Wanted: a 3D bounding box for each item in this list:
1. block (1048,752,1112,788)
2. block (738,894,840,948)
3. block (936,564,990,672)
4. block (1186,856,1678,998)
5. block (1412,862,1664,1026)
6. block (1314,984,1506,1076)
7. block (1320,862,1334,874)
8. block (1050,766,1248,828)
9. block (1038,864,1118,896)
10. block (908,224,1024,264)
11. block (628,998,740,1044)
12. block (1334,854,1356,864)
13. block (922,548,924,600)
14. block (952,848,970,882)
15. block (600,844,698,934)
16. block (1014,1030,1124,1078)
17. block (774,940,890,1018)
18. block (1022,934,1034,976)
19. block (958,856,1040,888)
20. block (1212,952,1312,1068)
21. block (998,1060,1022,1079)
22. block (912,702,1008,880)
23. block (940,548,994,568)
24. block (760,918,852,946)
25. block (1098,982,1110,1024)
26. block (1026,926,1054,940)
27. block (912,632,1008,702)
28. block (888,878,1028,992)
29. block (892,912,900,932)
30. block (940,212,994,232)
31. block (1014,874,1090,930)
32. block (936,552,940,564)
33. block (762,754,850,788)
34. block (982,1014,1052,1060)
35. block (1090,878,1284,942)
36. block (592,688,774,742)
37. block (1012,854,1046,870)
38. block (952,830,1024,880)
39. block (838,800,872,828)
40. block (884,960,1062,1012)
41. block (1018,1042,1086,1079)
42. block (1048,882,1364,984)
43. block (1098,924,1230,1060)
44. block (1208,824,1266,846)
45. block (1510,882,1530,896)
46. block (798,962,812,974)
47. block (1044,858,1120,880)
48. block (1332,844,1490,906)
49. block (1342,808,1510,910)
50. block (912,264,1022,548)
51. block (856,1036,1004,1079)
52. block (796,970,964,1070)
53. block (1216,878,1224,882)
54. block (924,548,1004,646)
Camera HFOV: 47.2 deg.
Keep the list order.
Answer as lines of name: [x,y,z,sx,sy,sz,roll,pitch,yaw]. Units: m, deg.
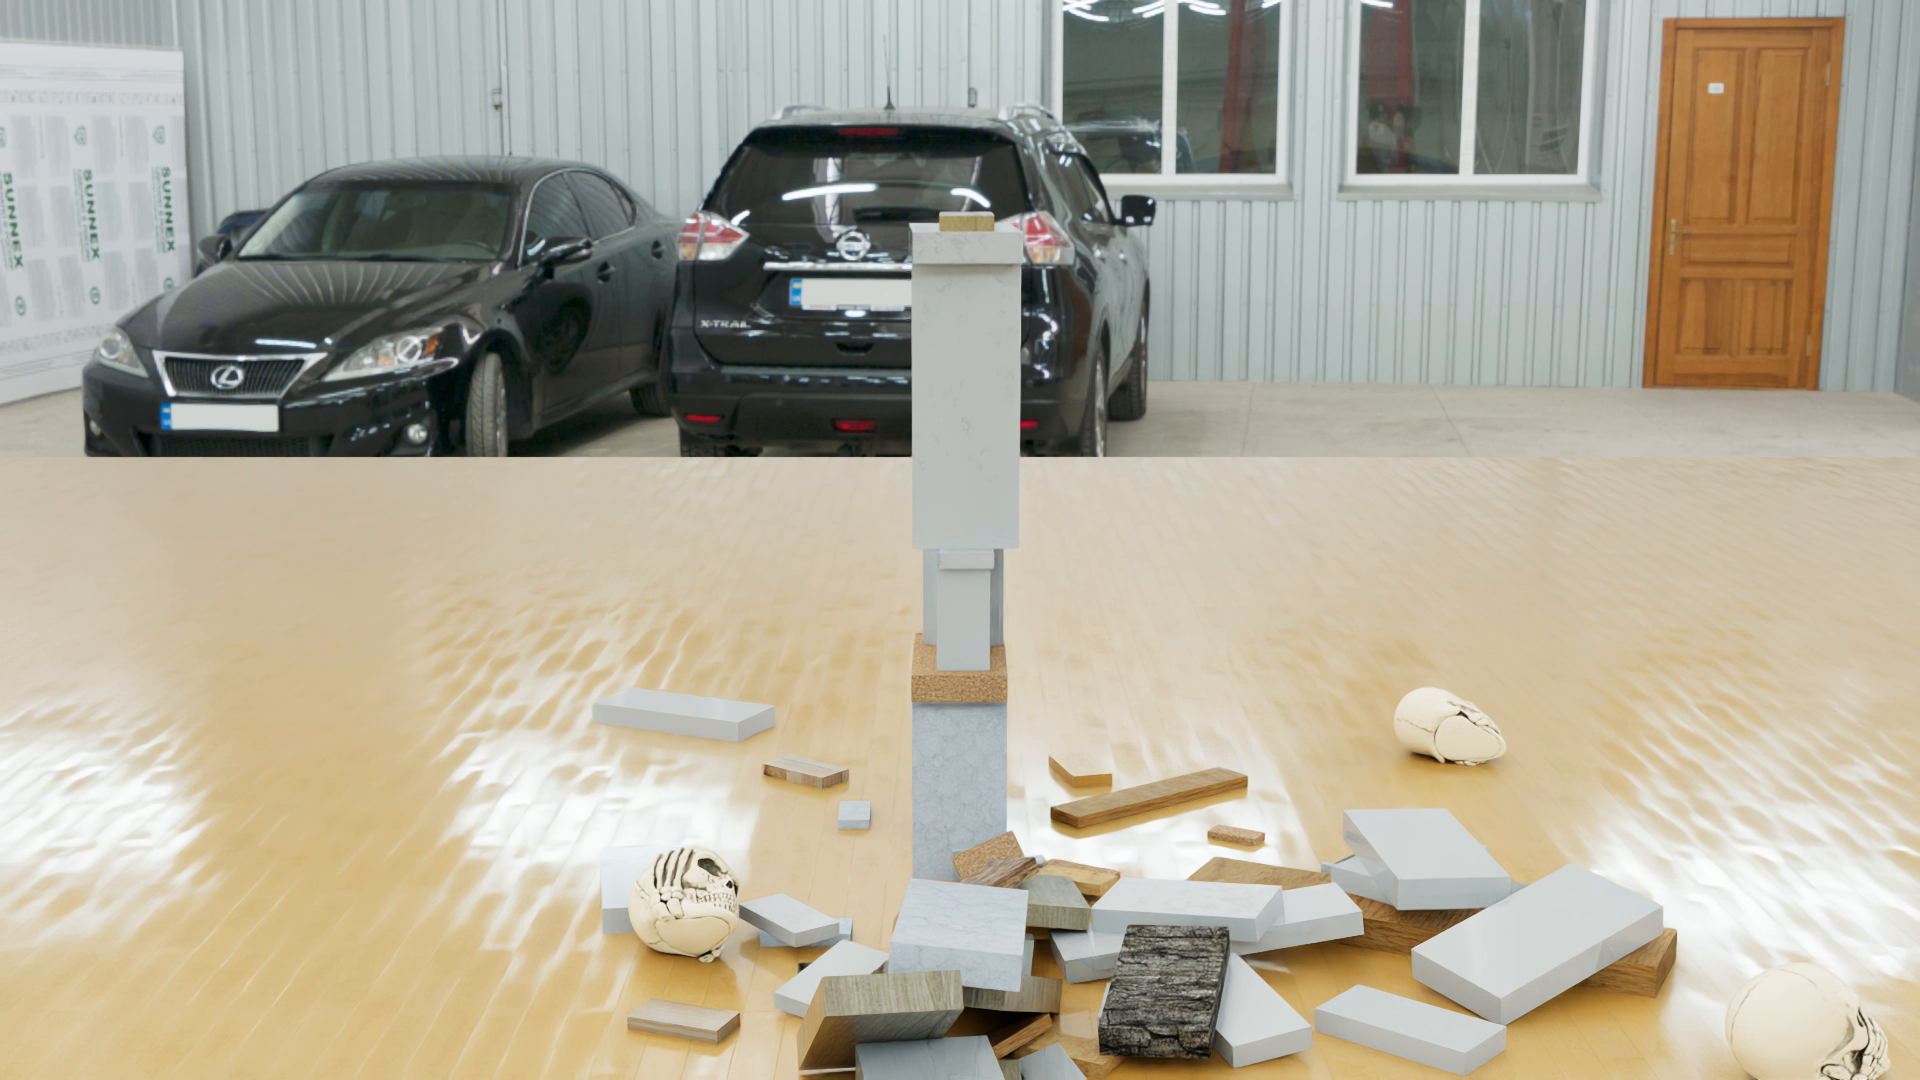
block: [0.237,0.453,4.345,0.079,0.022,0.158,-3,11,-15]
block: [-0.270,0.597,3.457,0.082,0.023,0.165,-8,13,-36]
block: [0.006,0.130,3.666,0.088,0.176,0.025,0,9,0]
block: [0.724,0.603,3.467,0.754,0.049,0.174,5,12,27]
block: [0.858,0.596,3.264,0.347,0.049,0.174,-20,26,-30]
block: [0.628,0.683,3.076,0.235,0.033,0.117,9,14,40]
block: [0.641,0.569,3.656,0.013,0.046,0.093,-10,14,-43]
block: [0.363,0.486,4.167,0.433,0.022,0.079,-8,13,-37]
block: [0.189,0.565,3.651,0.131,0.018,0.065,4,8,30]
block: [0.006,-0.503,3.719,0.178,0.050,0.356,0,10,-2]
block: [-0.392,0.682,3.119,0.142,0.020,0.071,4,11,21]
block: [0.752,0.572,3.672,0.246,0.034,0.119,9,14,40]
block: [0.003,0.059,4.045,0.139,0.382,0.040,0,10,3]
block: [0.043,0.551,3.724,0.112,0.056,0.016,0,11,-1]
block: [-0.518,0.575,3.637,0.149,0.042,0.298,-2,11,-10]
block: [0.149,0.702,3.013,0.135,0.019,0.067,6,12,29]
block: [-0.183,0.645,3.216,0.089,0.025,0.178,12,23,29]
block: [0.021,0.592,3.194,0.168,0.048,0.337,6,-8,2]
block: [0.038,0.543,3.460,0.089,0.025,0.178,-12,5,37]
block: [0.387,0.661,3.104,0.119,0.034,0.238,-10,18,-17]
block: [0.001,0.768,2.580,0.171,0.049,0.644,0,11,-2]
block: [-0.001,0.416,3.730,0.160,0.319,0.045,0,11,0]
block: [0.011,0.019,3.707,0.088,0.025,0.176,0,10,-1]
block: [-0.242,0.618,3.465,0.142,0.020,0.071,0,11,0]
block: [0.238,0.673,3.169,0.065,0.018,0.131,2,11,10]
block: [0.070,0.597,3.434,0.165,0.023,0.082,4,8,-17]
block: [-0.001,0.217,3.802,0.160,0.045,0.319,0,11,0]
block: [0.002,0.525,2.949,0.168,0.048,0.337,6,5,3]
block: [-0.044,0.578,3.377,0.082,0.023,0.165,12,-27,-11]
block: [0.010,-0.527,3.639,0.089,0.025,0.178,0,10,-1]
block: [0.130,0.568,3.474,0.119,0.034,0.238,5,3,-5]
block: [0.005,0.108,3.780,0.088,0.176,0.025,0,10,1]
block: [-0.304,0.456,4.329,0.158,0.022,0.079,8,13,38]
block: [0.059,0.686,3.022,0.068,0.019,0.135,-16,1,41]
block: [0.348,0.564,3.367,0.264,0.037,0.132,-1,13,26]
block: [-0.594,0.373,4.720,0.366,0.042,0.149,5,12,25]
block: [0.085,0.559,3.685,0.113,0.056,0.016,-6,45,-28]
block: [0.049,0.537,3.699,0.112,0.056,0.016,-23,-16,-8]
block: [-0.195,0.508,4.067,0.058,0.016,0.116,0,11,-1]
block: [0.022,0.619,3.041,0.168,0.048,0.337,3,-11,16]
block: [0.123,0.712,2.908,0.067,0.019,0.135,-20,15,-11]
block: [0.375,0.600,3.365,0.460,0.037,0.132,-8,11,-7]
block: [0.291,0.632,3.097,0.149,0.042,0.298,-1,18,13]
block: [0.497,0.530,3.953,0.093,0.013,0.046,6,12,30]
block: [0.959,0.579,3.509,0.235,0.033,0.117,5,-13,26]
block: [-0.171,0.652,3.282,0.142,0.020,0.071,-1,11,-5]
block: [0.198,0.569,3.732,0.131,0.019,0.066,6,12,31]
block: [0.738,0.535,3.595,0.132,0.037,0.264,10,14,43]
block: [0.739,0.506,3.514,0.174,0.049,0.347,-1,11,-4]
block: [0.010,-0.223,3.644,0.178,0.474,0.050,0,10,0]
block: [-0.024,0.700,2.679,0.171,0.049,0.343,-2,11,-9]
block: [-0.109,0.623,2.840,0.171,0.049,0.343,-1,-24,-10]
block: [0.370,0.586,3.493,0.131,0.019,0.066,-18,32,-8]
block: [0.008,0.043,3.851,0.139,0.279,0.040,1,9,4]
